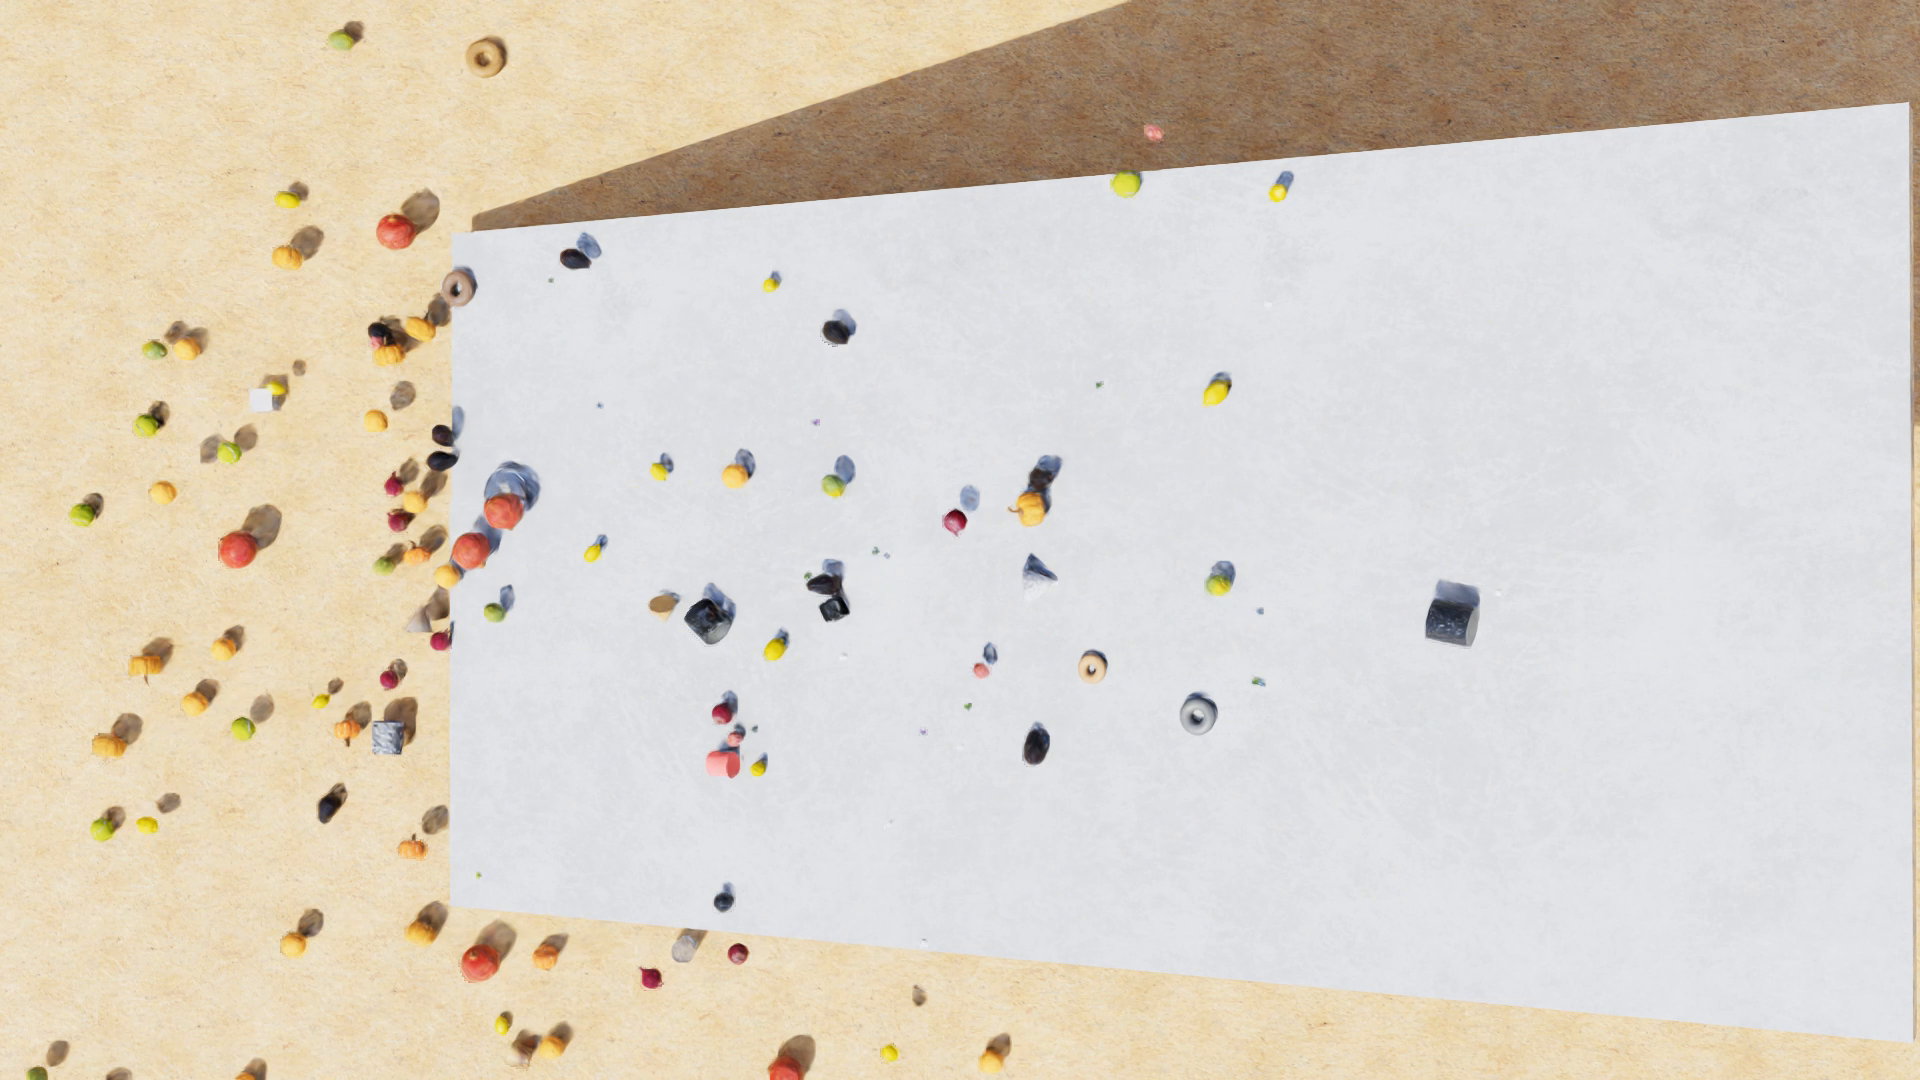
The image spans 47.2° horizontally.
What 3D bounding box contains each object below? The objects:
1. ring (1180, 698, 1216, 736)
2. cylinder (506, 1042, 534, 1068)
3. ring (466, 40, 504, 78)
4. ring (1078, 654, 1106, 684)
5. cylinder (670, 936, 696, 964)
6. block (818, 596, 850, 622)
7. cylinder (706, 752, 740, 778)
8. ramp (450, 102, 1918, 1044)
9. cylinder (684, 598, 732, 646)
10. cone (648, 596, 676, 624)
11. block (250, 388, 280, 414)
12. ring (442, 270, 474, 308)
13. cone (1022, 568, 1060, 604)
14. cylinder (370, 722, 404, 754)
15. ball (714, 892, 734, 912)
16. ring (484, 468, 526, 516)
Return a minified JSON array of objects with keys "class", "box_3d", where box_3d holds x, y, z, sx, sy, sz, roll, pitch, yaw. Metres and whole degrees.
[{"class":"ring","box_3d":[0.585,0.434,5.413,0.094,0.031,0.094,0,90,27]},{"class":"cylinder","box_3d":[-1.318,1.541,6.582,0.063,0.063,0.063,20,89,-4]},{"class":"ring","box_3d":[-1.431,-1.451,6.628,0.117,0.039,0.117,0,88,0]},{"class":"ring","box_3d":[0.333,0.325,5.550,0.077,0.026,0.077,2,93,30]},{"class":"cylinder","box_3d":[-0.826,1.227,6.584,0.070,0.070,0.070,0,89,0]},{"class":"block","box_3d":[-0.337,0.187,5.891,0.051,0.051,0.051,-32,75,24]},{"class":"cylinder","box_3d":[-0.652,0.617,6.042,0.069,0.069,0.069,2,89,28]},{"class":"ramp","box_3d":[0.277,0.078,5.653,4.000,0.100,2.000,0,89,28]},{"class":"cylinder","box_3d":[-0.694,0.226,6.054,0.092,0.092,0.092,-47,67,0]},{"class":"cone","box_3d":[-0.828,0.207,6.153,0.075,0.075,0.075,-4,130,0]},{"class":"block","box_3d":[-2.089,-0.417,6.603,0.066,0.066,0.066,-4,89,0]},{"class":"ring","box_3d":[-1.487,-0.744,6.516,0.113,0.038,0.113,0,91,27]},{"class":"cone","box_3d":[0.209,0.111,5.608,0.096,0.096,0.096,-7,89,1]},{"class":"cylinder","box_3d":[-1.712,0.591,6.574,0.092,0.092,0.092,2,89,0]},{"class":"ball","box_3d":[-0.651,0.996,6.046,0.054,0.054,0.054,0,89,0]},{"class":"ring","box_3d":[-1.328,-0.139,6.419,0.143,0.048,0.143,-1,89,29]}]
